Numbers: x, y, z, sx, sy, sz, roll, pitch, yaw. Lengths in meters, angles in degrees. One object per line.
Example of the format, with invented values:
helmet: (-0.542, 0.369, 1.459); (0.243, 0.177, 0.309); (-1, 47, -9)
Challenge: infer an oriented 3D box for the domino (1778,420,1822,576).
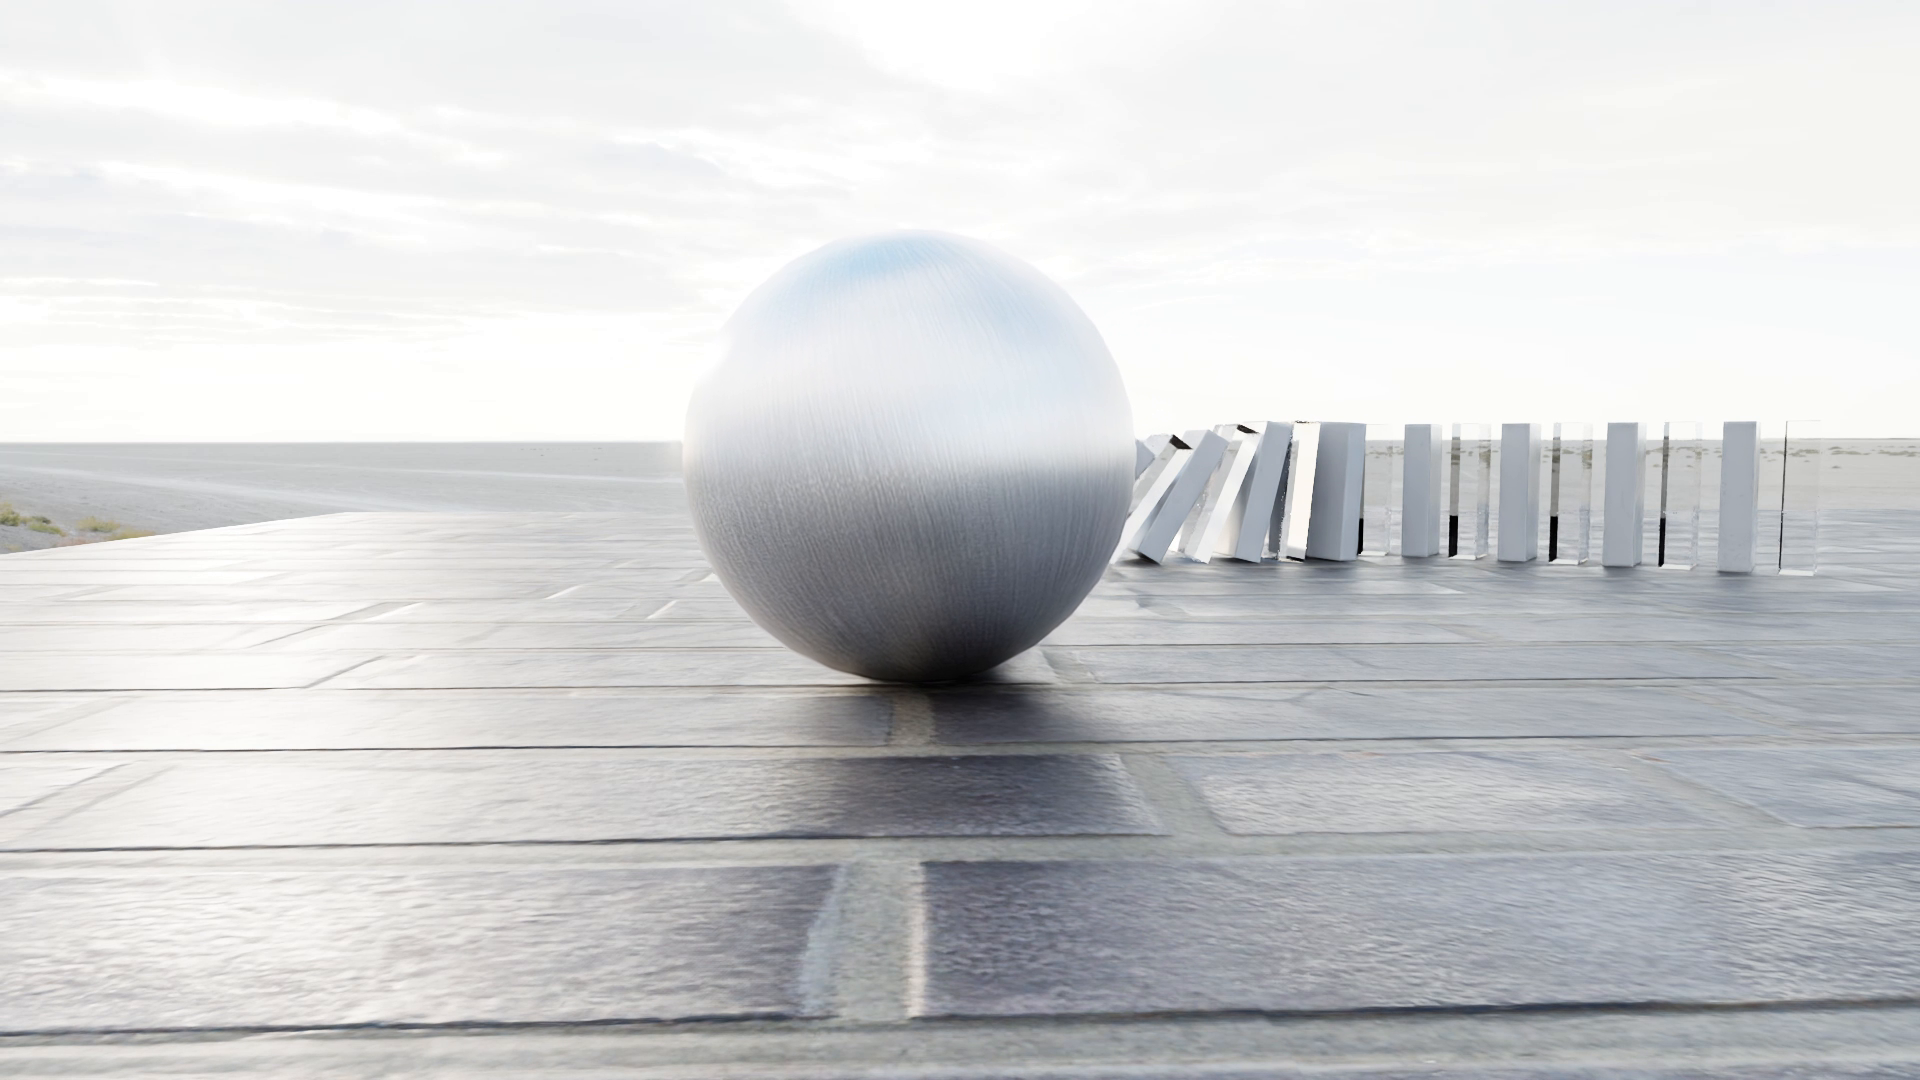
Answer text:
domino: (0.279, -0.014, 0.426); (0.010, 0.050, 0.025); (3, 5, 34)

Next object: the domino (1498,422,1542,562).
domino: (0.207, -0.018, 0.475); (0.010, 0.050, 0.025); (3, 5, 33)

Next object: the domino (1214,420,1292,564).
domino: (0.106, -0.018, 0.469); (0.010, 0.050, 0.025); (13, 2, -9)

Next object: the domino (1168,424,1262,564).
domino: (0.092, -0.017, 0.469); (0.010, 0.050, 0.025); (23, 1, -9)

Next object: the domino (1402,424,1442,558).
domino: (0.178, -0.019, 0.493); (0.009, 0.050, 0.025); (2, 5, 30)

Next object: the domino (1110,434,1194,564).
domino: (0.063, -0.015, 0.466); (0.010, 0.050, 0.025); (36, -3, -11)

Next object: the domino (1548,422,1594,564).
domino: (0.222, -0.017, 0.465); (0.009, 0.050, 0.025); (3, 5, 34)

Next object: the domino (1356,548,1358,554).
domino: (0.146, -0.020, 0.505); (0.010, 0.050, 0.025); (-2, 5, -21)

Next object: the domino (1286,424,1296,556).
domino: (0.138, -0.019, 0.489); (0.025, 0.050, 0.010); (1, 4, 17)

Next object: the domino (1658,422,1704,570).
domino: (0.250, -0.016, 0.445); (0.010, 0.050, 0.025); (3, 5, 35)

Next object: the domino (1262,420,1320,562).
domino: (0.119, -0.018, 0.469); (0.009, 0.050, 0.025); (5, 3, -9)

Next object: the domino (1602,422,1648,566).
domino: (0.236, -0.017, 0.455); (0.010, 0.050, 0.025); (3, 5, 34)

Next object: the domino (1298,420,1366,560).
domino: (0.135, -0.019, 0.474); (0.010, 0.050, 0.025); (-1, 6, -37)

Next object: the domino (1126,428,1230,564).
domino: (0.078, -0.016, 0.467); (0.010, 0.050, 0.025); (30, 0, -9)

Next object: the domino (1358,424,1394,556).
domino: (0.163, -0.020, 0.501); (0.009, 0.050, 0.025); (2, 5, 24)

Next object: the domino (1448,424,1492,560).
domino: (0.193, -0.019, 0.484); (0.010, 0.050, 0.025); (3, 5, 32)

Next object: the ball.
ball: (-0.009, -0.015, 0.229); (0.080, 0.080, 0.080); (0, 4, 0)

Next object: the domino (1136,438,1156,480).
domino: (0.047, -0.014, 0.464); (0.009, 0.050, 0.025); (41, -8, -16)

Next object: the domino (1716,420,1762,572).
domino: (0.265, -0.015, 0.436); (0.010, 0.050, 0.025); (3, 5, 35)
